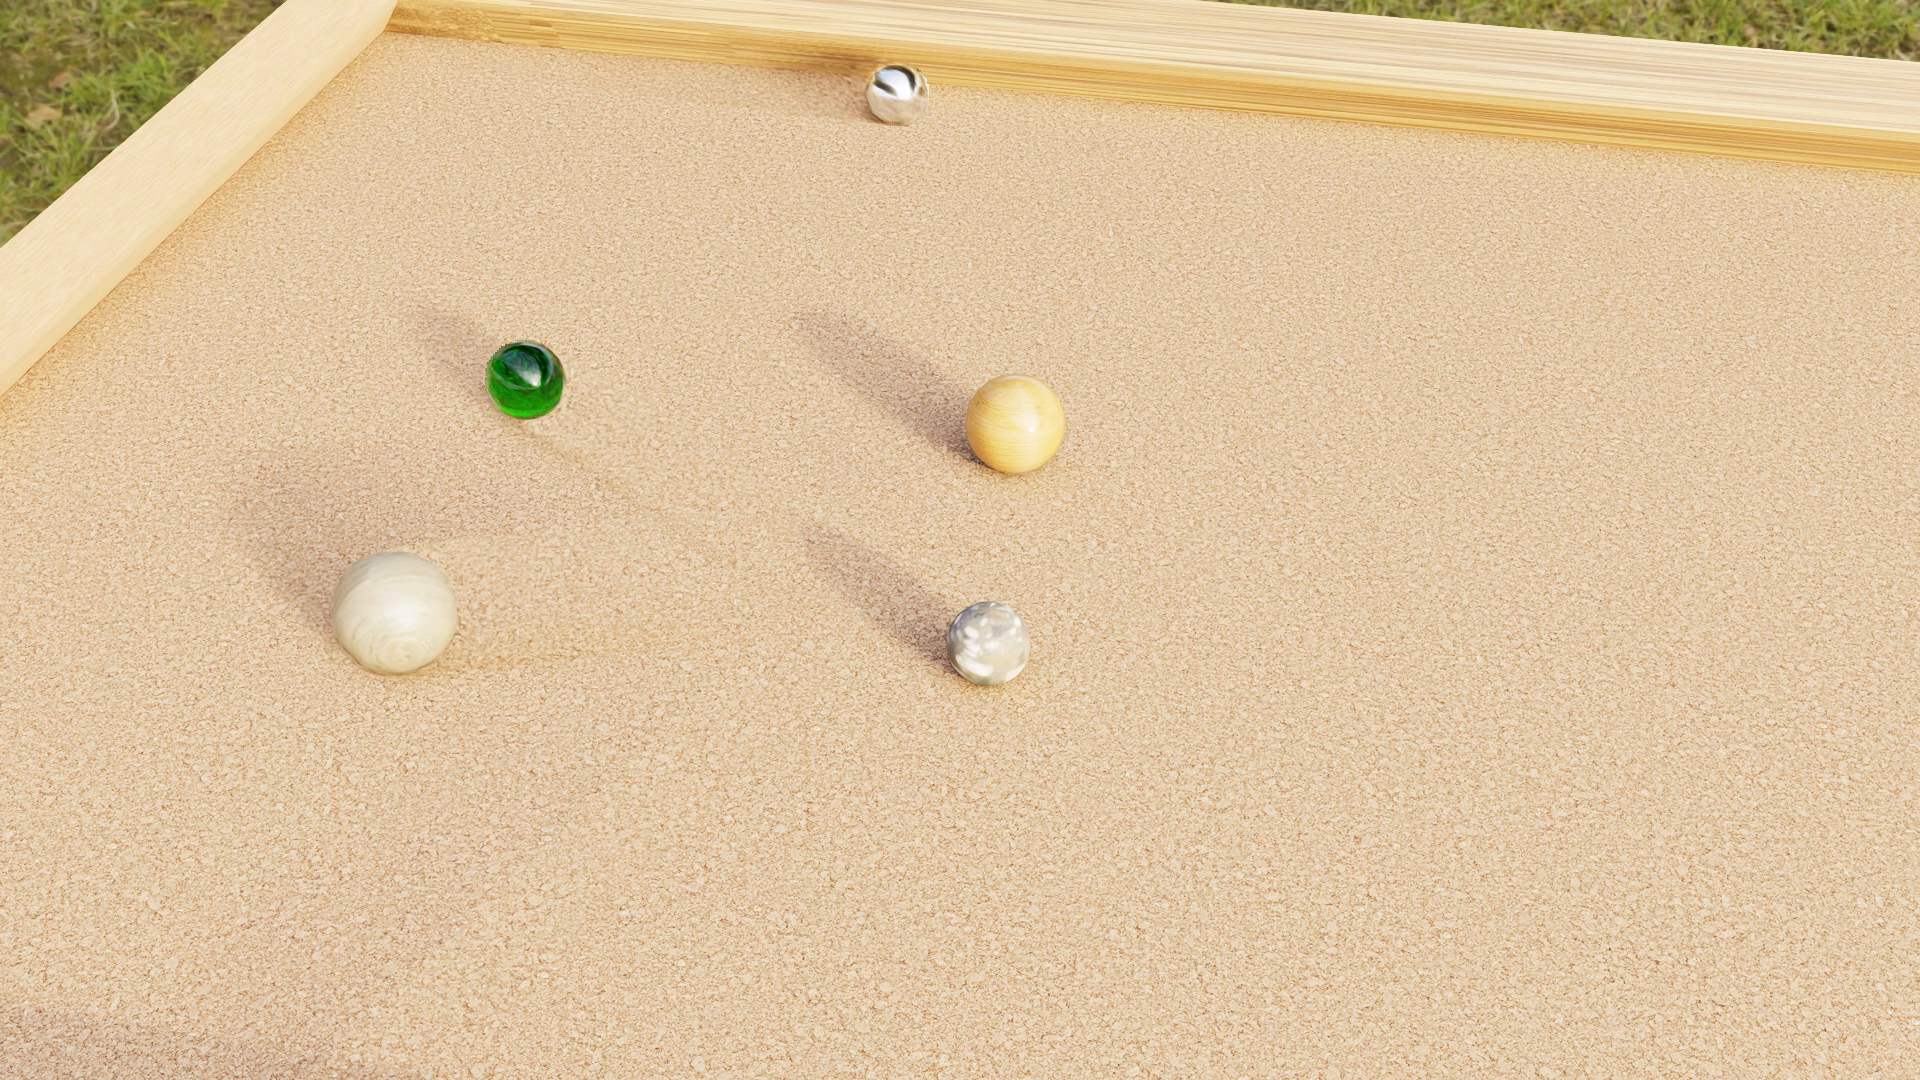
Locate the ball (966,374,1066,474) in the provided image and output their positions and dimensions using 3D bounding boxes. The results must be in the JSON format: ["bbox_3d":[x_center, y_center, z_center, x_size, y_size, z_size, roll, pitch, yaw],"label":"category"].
[{"bbox_3d":[0.046,-0.097,2.127,0.083,0.083,0.083,0,34,0],"label":"ball"}]

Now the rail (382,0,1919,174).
[{"bbox_3d":[1.058,-0.398,2.541,3.530,0.119,0.045,7,35,11],"label":"rail"}]

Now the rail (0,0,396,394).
[{"bbox_3d":[-0.837,-0.128,2.140,0.045,0.119,1.832,7,35,11],"label":"rail"}]

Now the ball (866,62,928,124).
[{"bbox_3d":[-0.067,-0.470,2.698,0.064,0.064,0.064,0,34,0],"label":"ball"}]

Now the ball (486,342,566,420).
[{"bbox_3d":[-0.372,-0.137,2.201,0.068,0.068,0.068,0,34,0],"label":"ball"}]

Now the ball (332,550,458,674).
[{"bbox_3d":[-0.418,0.053,1.898,0.091,0.091,0.091,0,34,0],"label":"ball"}]

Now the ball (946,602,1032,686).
[{"bbox_3d":[0.021,0.076,1.890,0.062,0.062,0.062,0,34,0],"label":"ball"}]
